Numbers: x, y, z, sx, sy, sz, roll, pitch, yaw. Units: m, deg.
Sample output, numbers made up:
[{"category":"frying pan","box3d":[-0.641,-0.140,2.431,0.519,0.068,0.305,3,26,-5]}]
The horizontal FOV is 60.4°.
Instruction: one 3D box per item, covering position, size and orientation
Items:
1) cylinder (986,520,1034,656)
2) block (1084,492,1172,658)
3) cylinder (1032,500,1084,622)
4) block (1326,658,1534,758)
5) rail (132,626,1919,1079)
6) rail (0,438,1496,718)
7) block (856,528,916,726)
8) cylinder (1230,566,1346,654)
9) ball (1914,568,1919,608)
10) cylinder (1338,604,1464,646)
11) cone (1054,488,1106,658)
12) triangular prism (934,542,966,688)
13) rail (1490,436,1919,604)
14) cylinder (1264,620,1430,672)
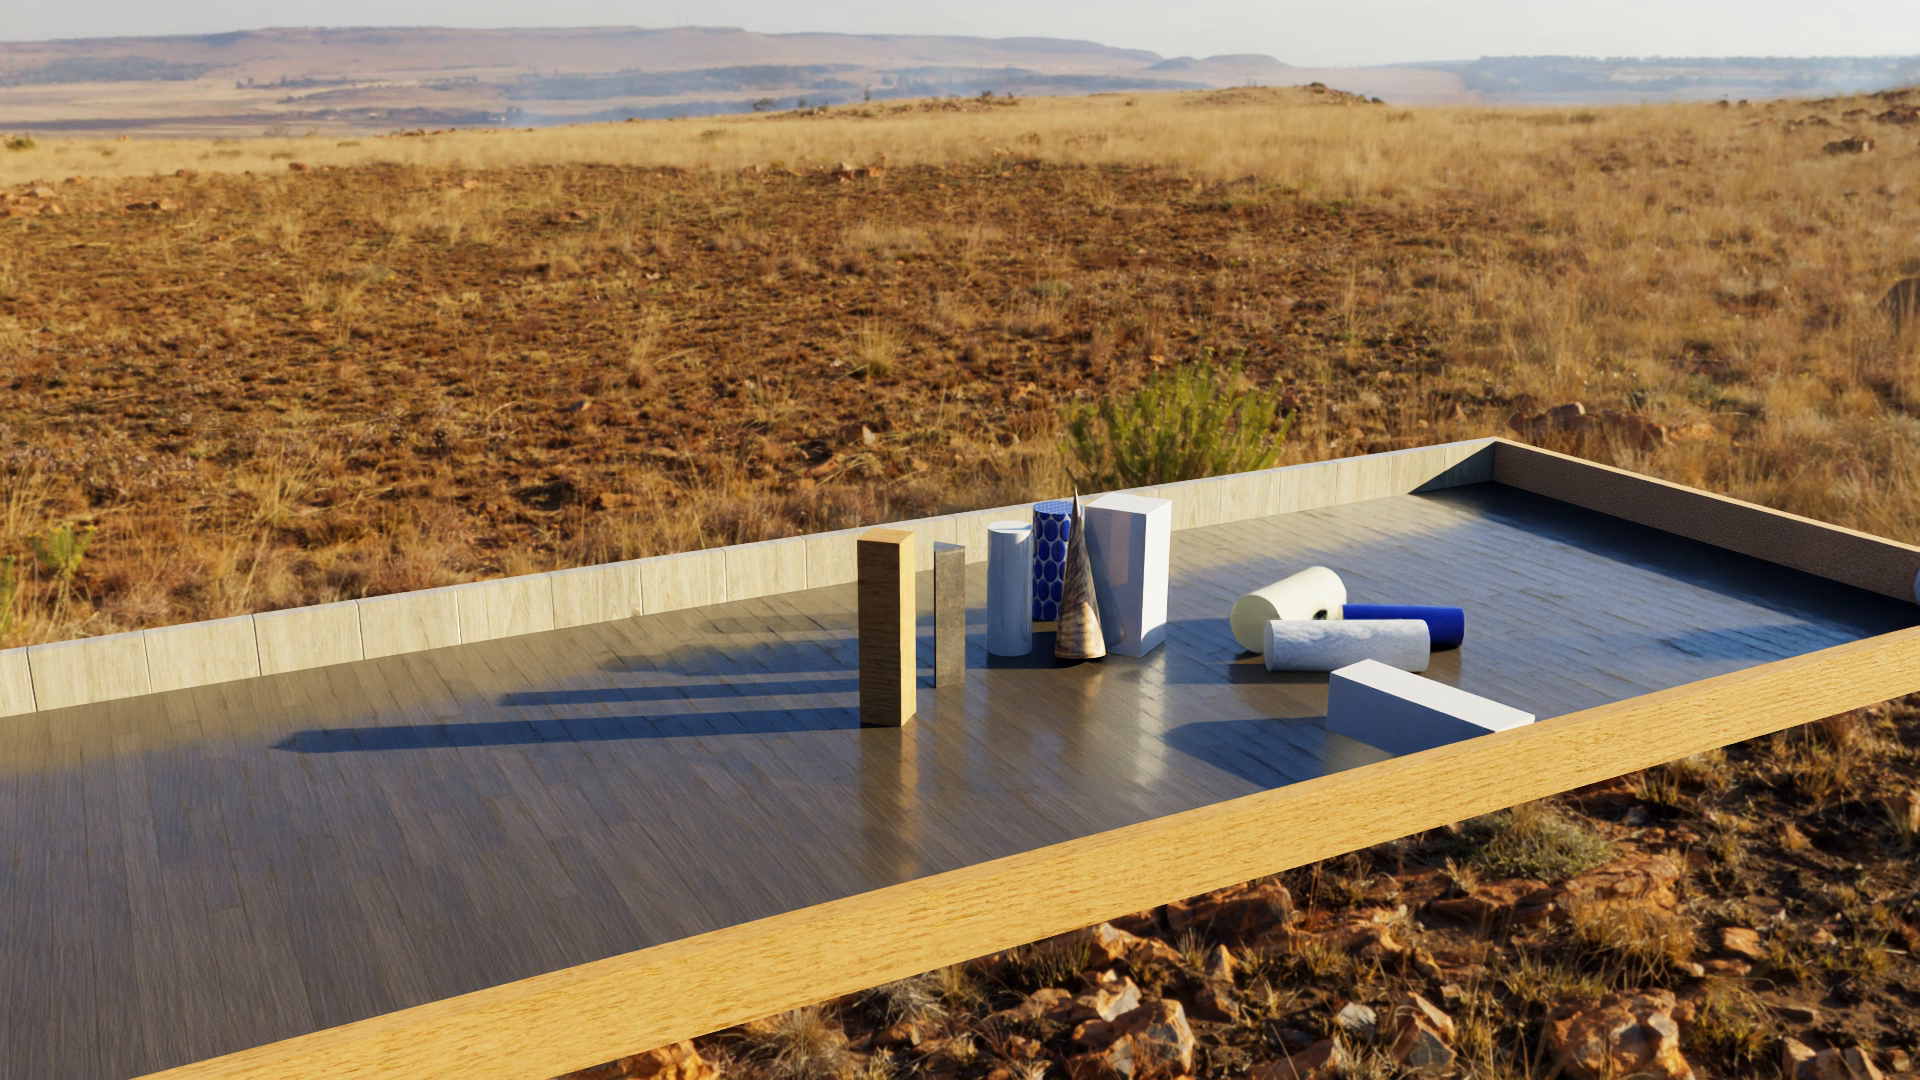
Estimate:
[{"category":"cylinder","box3d":[0.131,0.127,4.328,0.120,0.336,0.120,0,16,0]},{"category":"block","box3d":[0.438,0.090,4.358,0.173,0.386,0.173,9,17,27]},{"category":"cylinder","box3d":[0.271,0.058,4.608,0.140,0.310,0.140,0,16,0]},{"category":"block","box3d":[1.049,0.410,3.708,0.142,0.142,0.444,-13,21,-37]},{"category":"rail","box3d":[-2.336,1.006,1.665,12.000,0.150,0.050,-9,18,-27]},{"category":"rail","box3d":[-3.305,0.497,3.399,12.000,0.150,0.050,-9,18,-27]},{"category":"block","box3d":[-0.171,0.204,3.864,0.104,0.448,0.104,5,17,17]},{"category":"cylinder","box3d":[0.887,0.185,4.444,0.159,0.159,0.335,14,21,39]},{"category":"ball","box3d":[2.712,0.131,4.420,0.268,0.268,0.268,0,16,0]},{"category":"cylinder","box3d":[1.173,0.227,4.398,0.314,0.104,0.104,1,16,5]},{"category":"cone","box3d":[0.305,0.077,4.276,0.135,0.444,0.135,-2,6,0]},{"category":"triangular prism","box3d":[-0.044,0.183,4.104,0.087,0.355,0.076,-10,19,-30]},{"category":"rail","box3d":[2.466,-0.048,5.253,0.050,0.150,2.100,-9,18,-27]},{"category":"cylinder","box3d":[0.983,0.270,4.201,0.392,0.133,0.133,0,16,-1]}]
